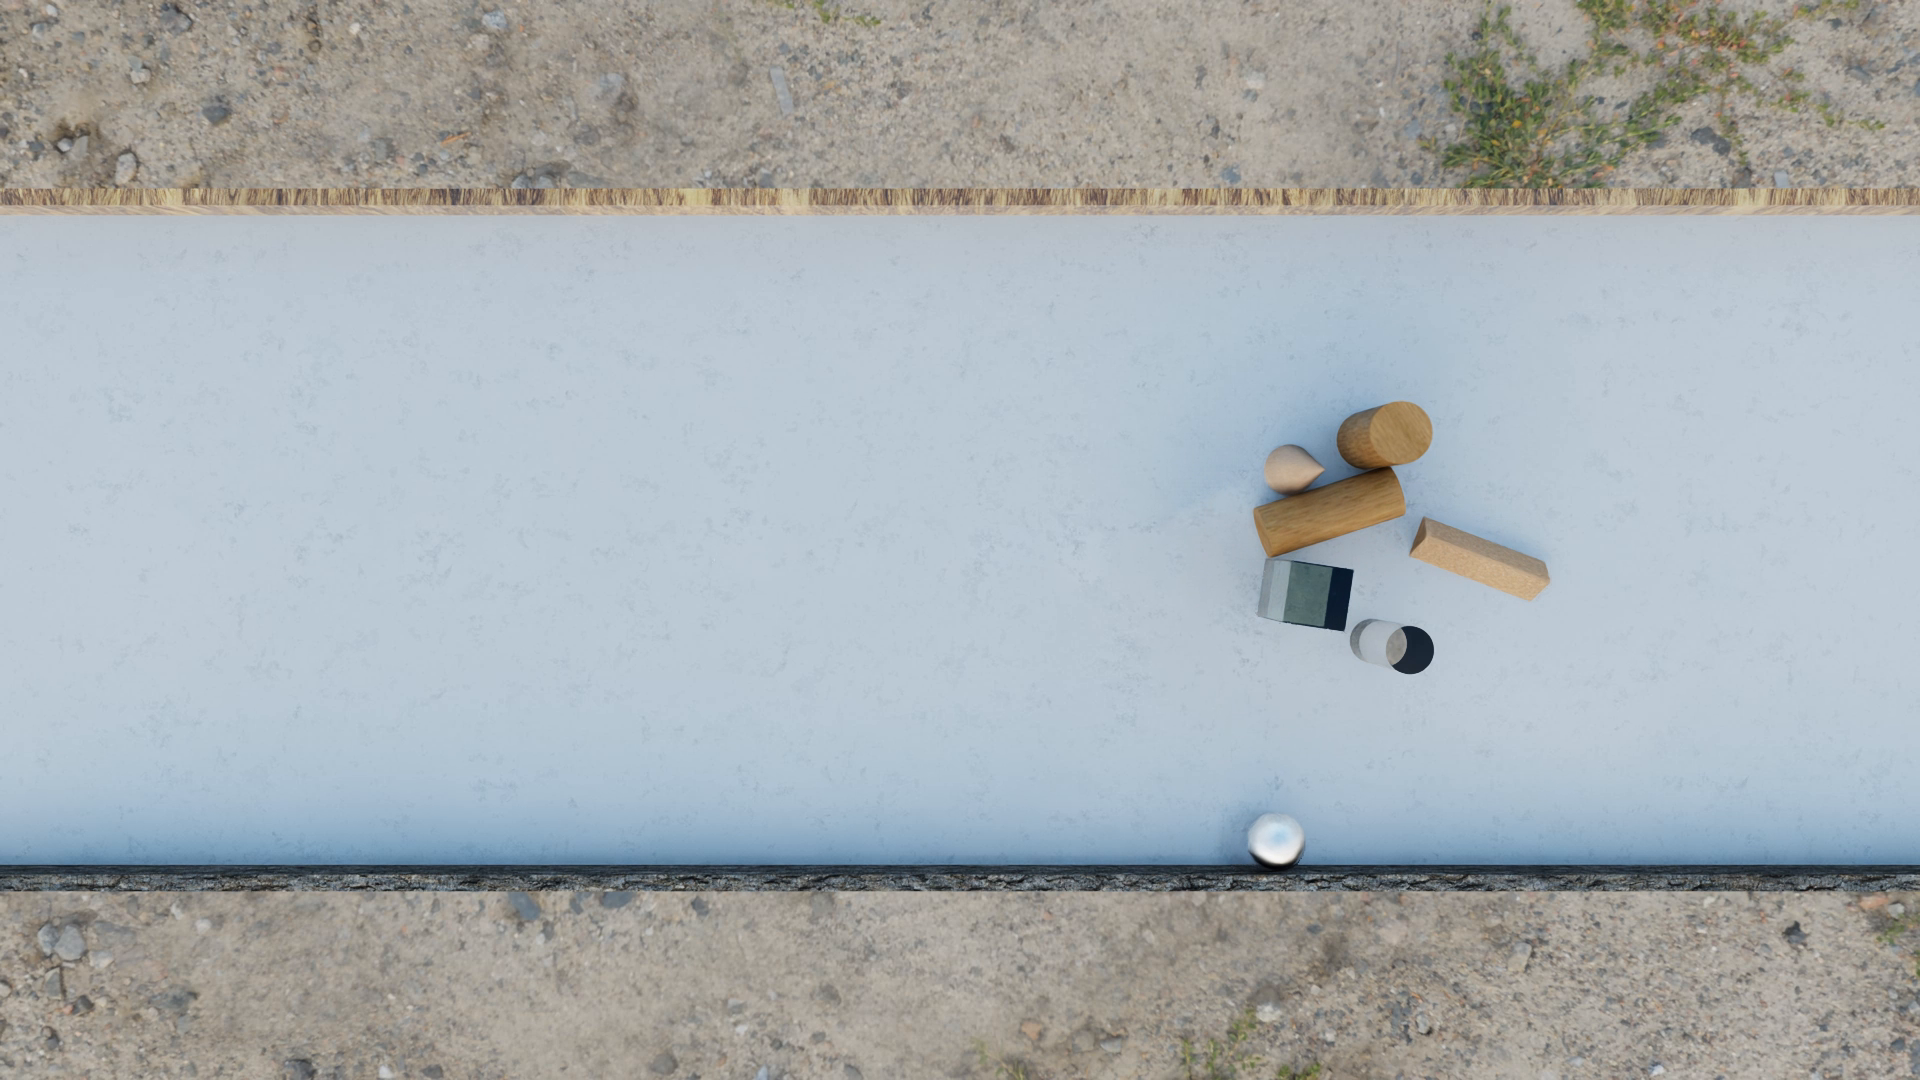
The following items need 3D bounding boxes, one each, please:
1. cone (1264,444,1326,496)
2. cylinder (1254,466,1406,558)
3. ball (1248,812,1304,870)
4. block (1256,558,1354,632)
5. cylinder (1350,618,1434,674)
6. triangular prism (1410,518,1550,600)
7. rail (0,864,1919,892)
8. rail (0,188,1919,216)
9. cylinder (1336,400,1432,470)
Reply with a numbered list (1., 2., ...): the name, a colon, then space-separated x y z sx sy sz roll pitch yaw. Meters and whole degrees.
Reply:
1. cone: 1.026 -0.207 4.876 0.158 0.391 0.158 0 92 -4
2. cylinder: 1.117 -0.085 4.996 0.421 0.161 0.161 -18 90 0
3. ball: 0.955 0.910 4.991 0.171 0.171 0.171 0 90 0
4. block: 1.015 0.159 4.875 0.179 0.404 0.179 8 90 0
5. cylinder: 1.268 0.311 4.863 0.137 0.427 0.137 0 90 0
6. triangular prism: 1.589 0.058 5.018 0.397 0.111 0.129 21 90 0
7. rail: -2.247 1.025 5.001 12.000 0.150 0.050 0 90 0
8. rail: -2.247 -1.025 5.002 12.000 0.150 0.050 0 90 0
9. cylinder: 1.250 -0.306 4.874 0.180 0.404 0.180 0 90 0
